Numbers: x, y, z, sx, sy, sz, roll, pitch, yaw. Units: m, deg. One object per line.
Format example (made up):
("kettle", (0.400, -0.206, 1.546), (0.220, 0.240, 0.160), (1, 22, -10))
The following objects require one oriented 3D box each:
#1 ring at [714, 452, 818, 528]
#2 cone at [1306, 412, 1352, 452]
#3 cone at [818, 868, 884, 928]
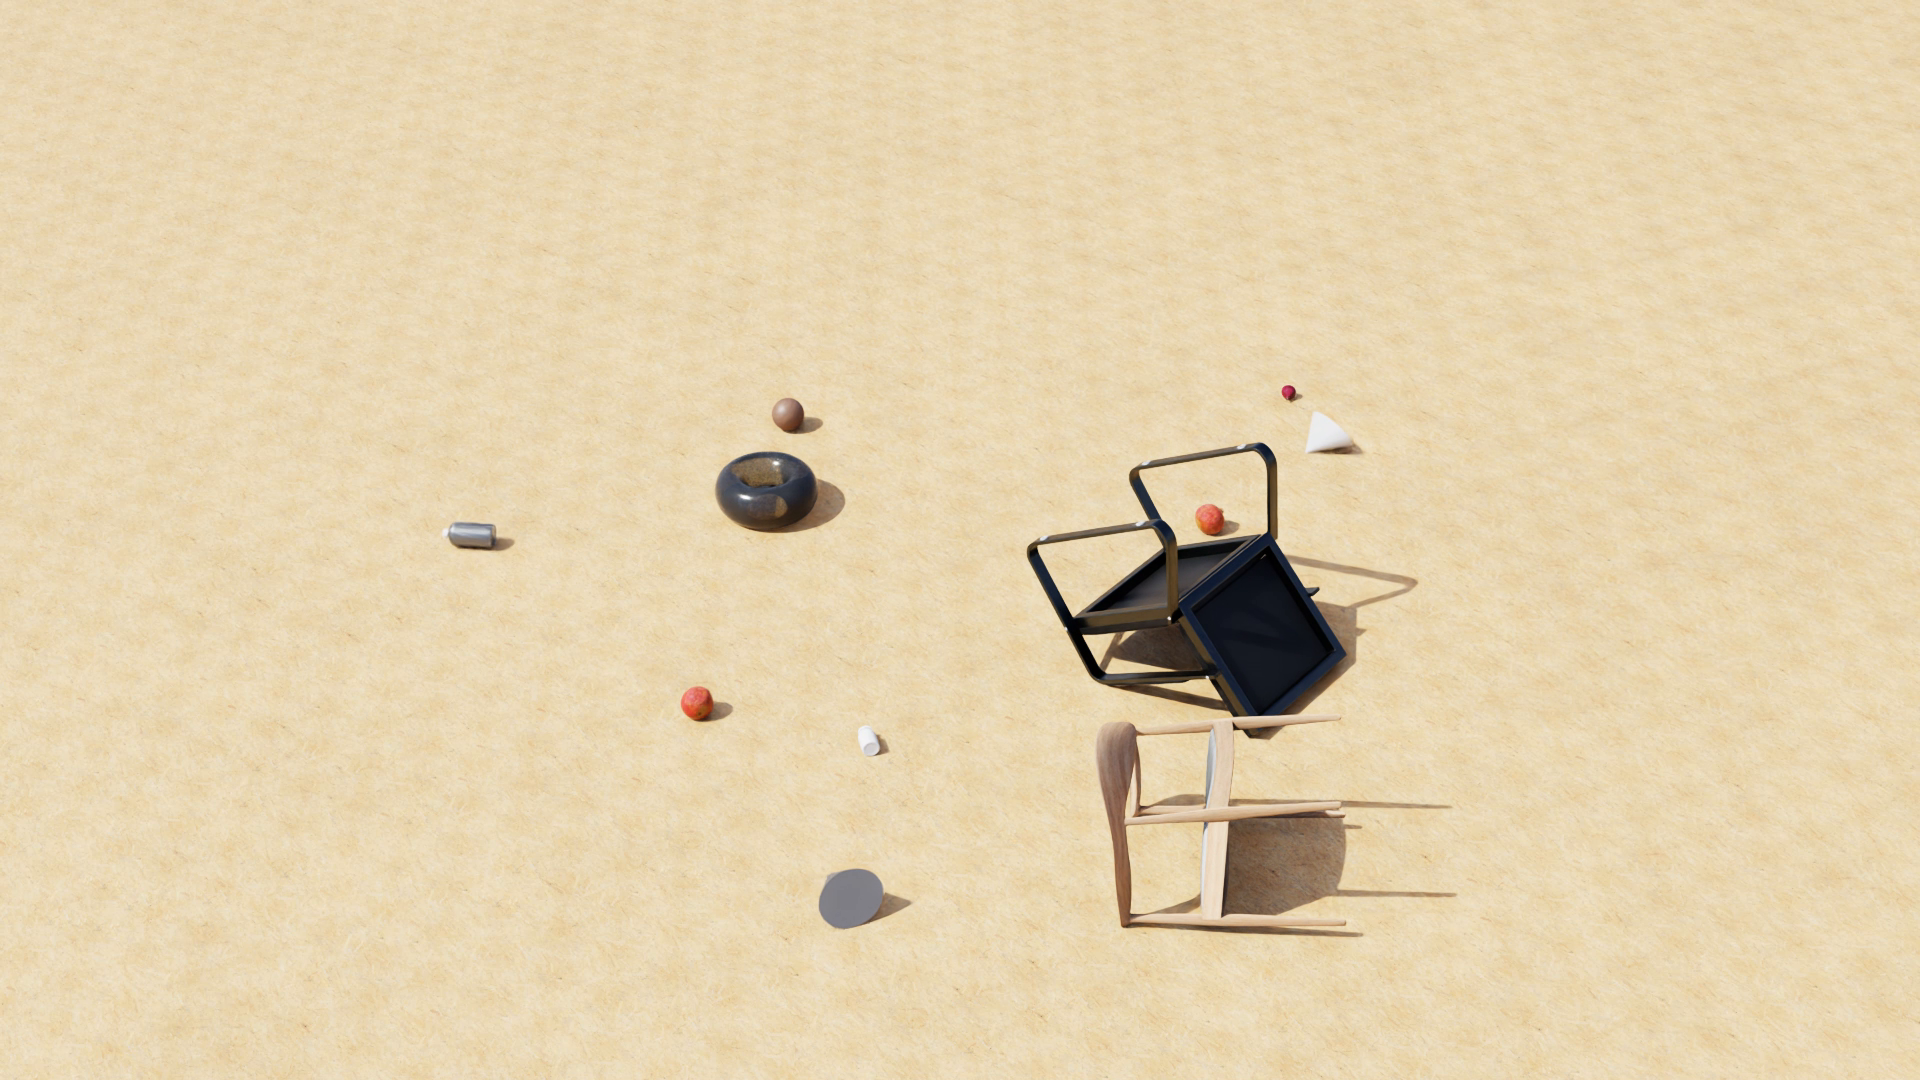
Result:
("ring", (-0.732, -0.190, 11.085), (0.387, 0.165, 0.402), (-25, 39, -31))
("cone", (1.404, -0.387, 11.469), (0.147, 0.151, 0.245), (-41, 38, -8))
("cone", (-0.379, 1.088, 9.213), (0.214, 0.188, 0.256), (-27, 19, -12))
